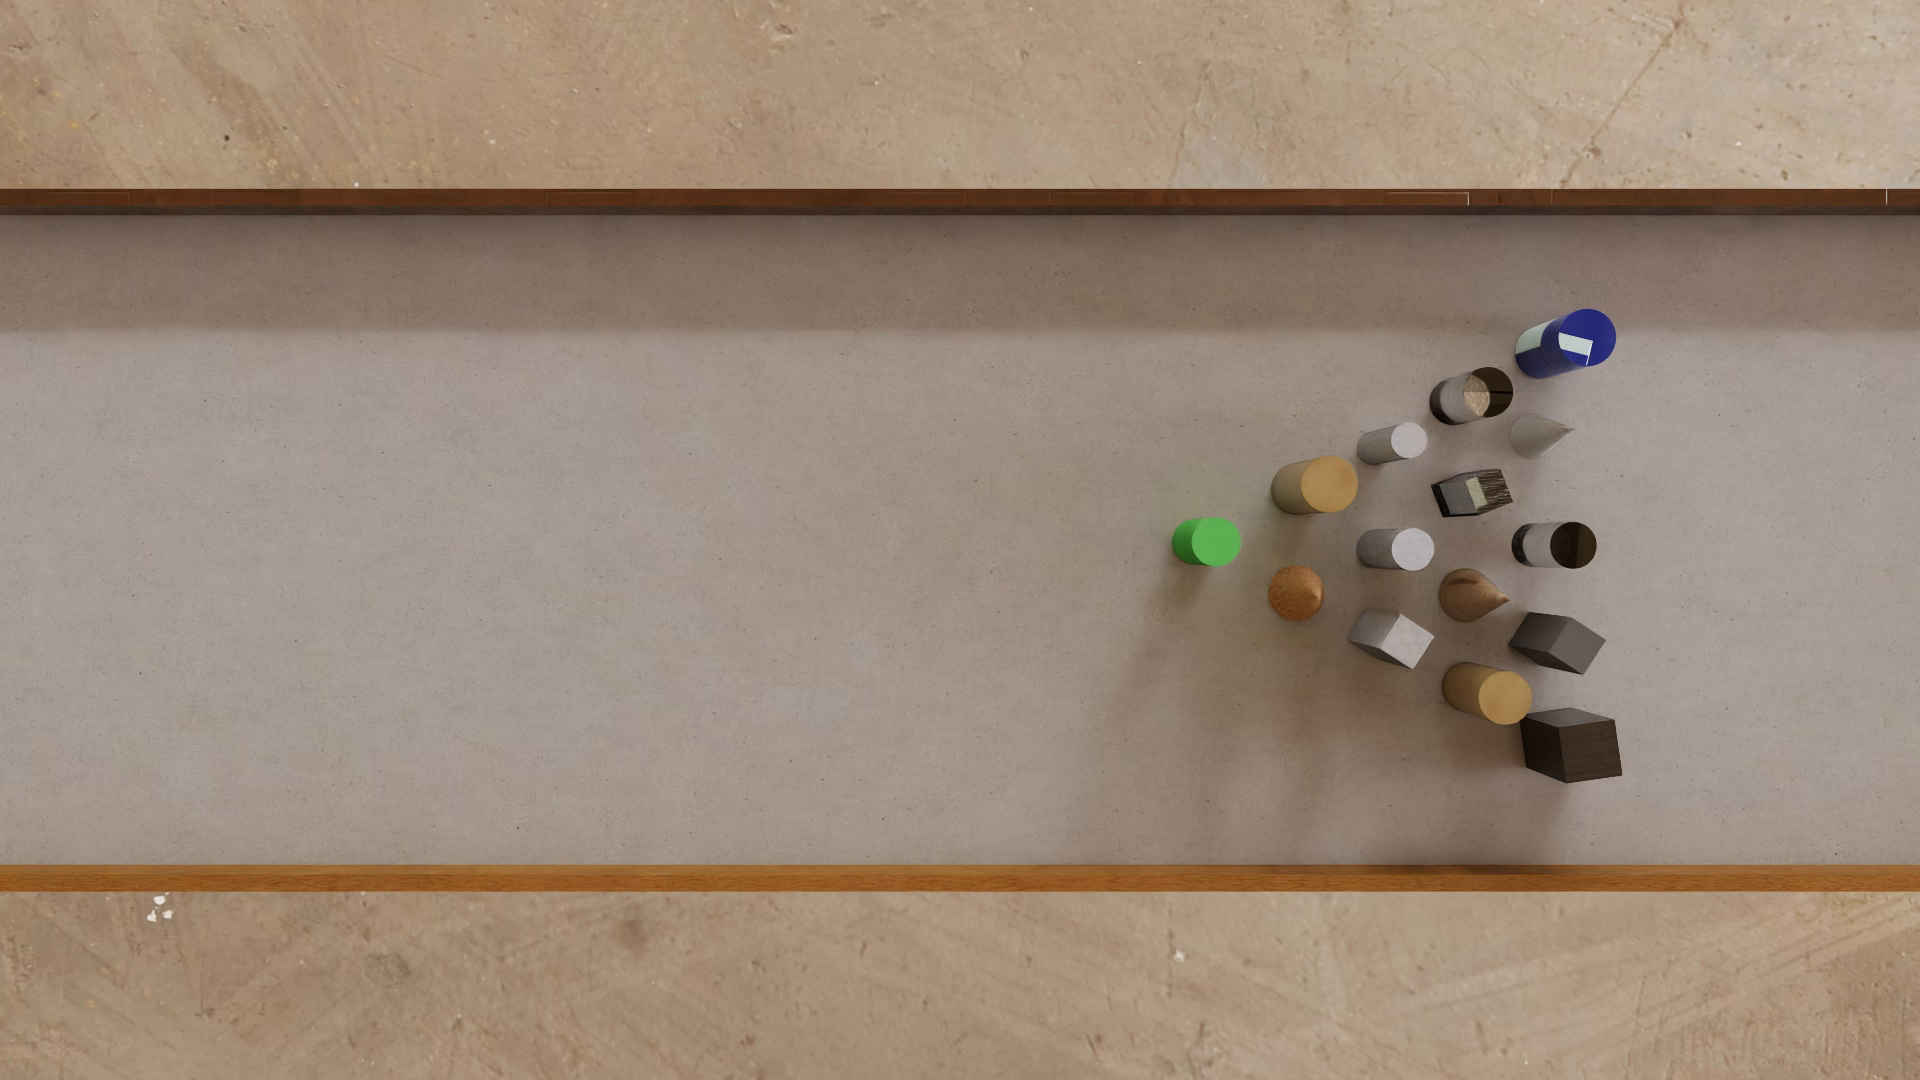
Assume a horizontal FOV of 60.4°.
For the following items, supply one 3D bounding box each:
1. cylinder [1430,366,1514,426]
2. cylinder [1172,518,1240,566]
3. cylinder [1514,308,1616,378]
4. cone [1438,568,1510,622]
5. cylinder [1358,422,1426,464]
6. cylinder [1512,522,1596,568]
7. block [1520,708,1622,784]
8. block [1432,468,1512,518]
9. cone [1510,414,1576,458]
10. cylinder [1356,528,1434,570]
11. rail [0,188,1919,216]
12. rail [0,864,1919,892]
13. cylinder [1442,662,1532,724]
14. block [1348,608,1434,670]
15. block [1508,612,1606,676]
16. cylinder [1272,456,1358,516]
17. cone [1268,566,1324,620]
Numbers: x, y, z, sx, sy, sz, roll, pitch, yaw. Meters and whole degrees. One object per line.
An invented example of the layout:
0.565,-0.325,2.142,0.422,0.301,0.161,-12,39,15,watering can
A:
1.517,-0.425,4.907,0.145,0.338,0.145,0,90,0,cylinder
0.723,0.005,4.865,0.139,0.423,0.139,0,90,0,cylinder
1.790,-0.578,4.890,0.164,0.372,0.164,0,90,0,cylinder
1.557,0.170,4.871,0.166,0.410,0.166,0,90,0,cone
1.273,-0.282,4.876,0.102,0.400,0.102,0,90,0,cylinder
1.765,0.016,4.911,0.136,0.331,0.136,0,90,0,cylinder
1.812,0.608,4.908,0.163,0.337,0.163,-8,90,0,block
1.517,-0.138,4.901,0.106,0.351,0.106,-21,90,0,block
1.763,-0.320,4.895,0.136,0.363,0.136,0,90,0,cone
1.280,0.027,4.870,0.120,0.413,0.120,0,90,0,cylinder
-2.247,-1.025,5.002,12.000,0.150,0.050,0,90,0,rail
-2.247,1.025,5.001,12.000,0.150,0.050,0,90,0,rail
1.560,0.452,4.897,0.154,0.359,0.154,0,90,0,cylinder
1.270,0.290,4.881,0.114,0.390,0.114,33,90,0,block
1.769,0.304,4.901,0.120,0.351,0.120,33,90,0,block
1.038,-0.157,4.855,0.160,0.444,0.160,0,90,0,cylinder
1.035,0.163,4.921,0.171,0.311,0.171,0,90,0,cone
